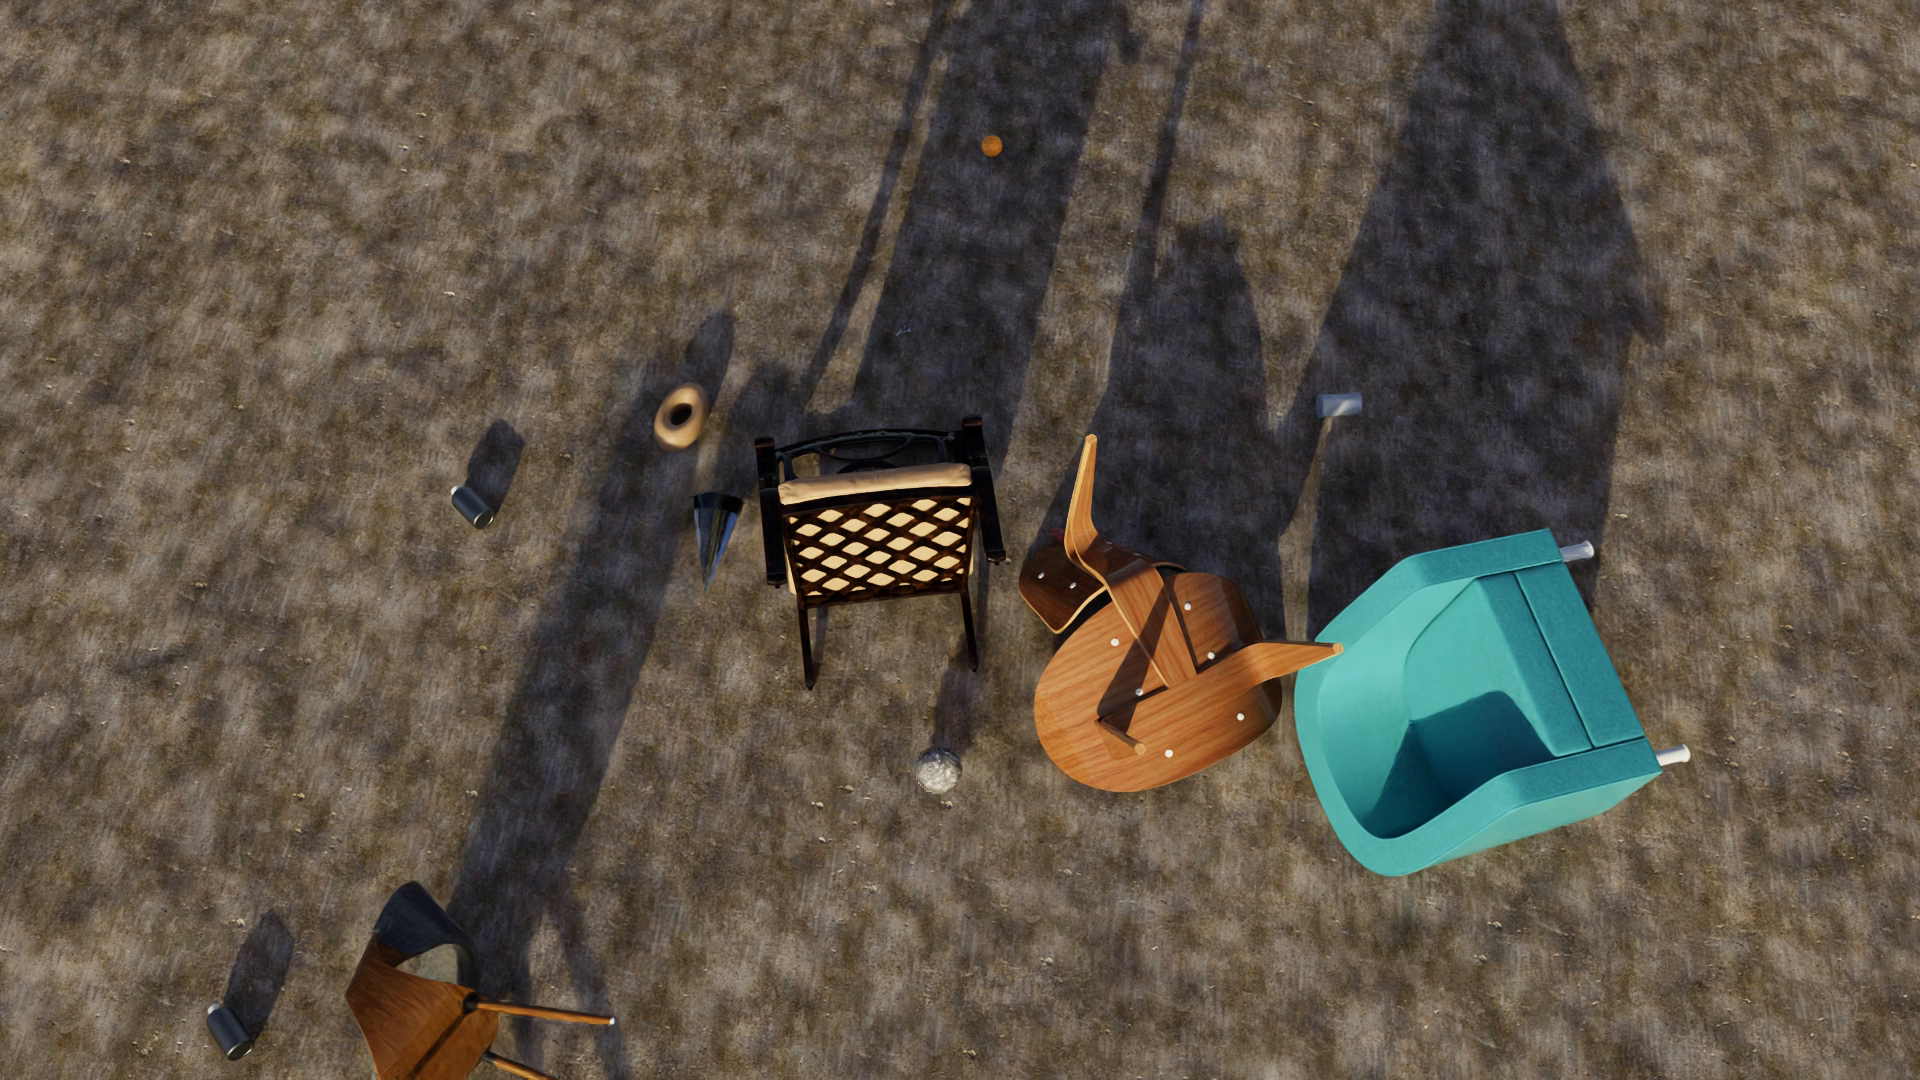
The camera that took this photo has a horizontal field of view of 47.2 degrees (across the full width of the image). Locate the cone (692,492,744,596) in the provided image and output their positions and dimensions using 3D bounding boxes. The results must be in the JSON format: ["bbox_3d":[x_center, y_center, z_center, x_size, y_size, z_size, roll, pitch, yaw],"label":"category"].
[{"bbox_3d":[-0.736,0.026,6.512,0.162,0.148,0.299,-8,66,35],"label":"cone"}]

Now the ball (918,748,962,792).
[{"bbox_3d":[-0.056,0.634,6.074,0.123,0.123,0.123,0,56,0],"label":"ball"}]

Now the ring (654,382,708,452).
[{"bbox_3d":[-0.859,-0.379,6.777,0.151,0.086,0.260,16,57,8],"label":"ring"}]
